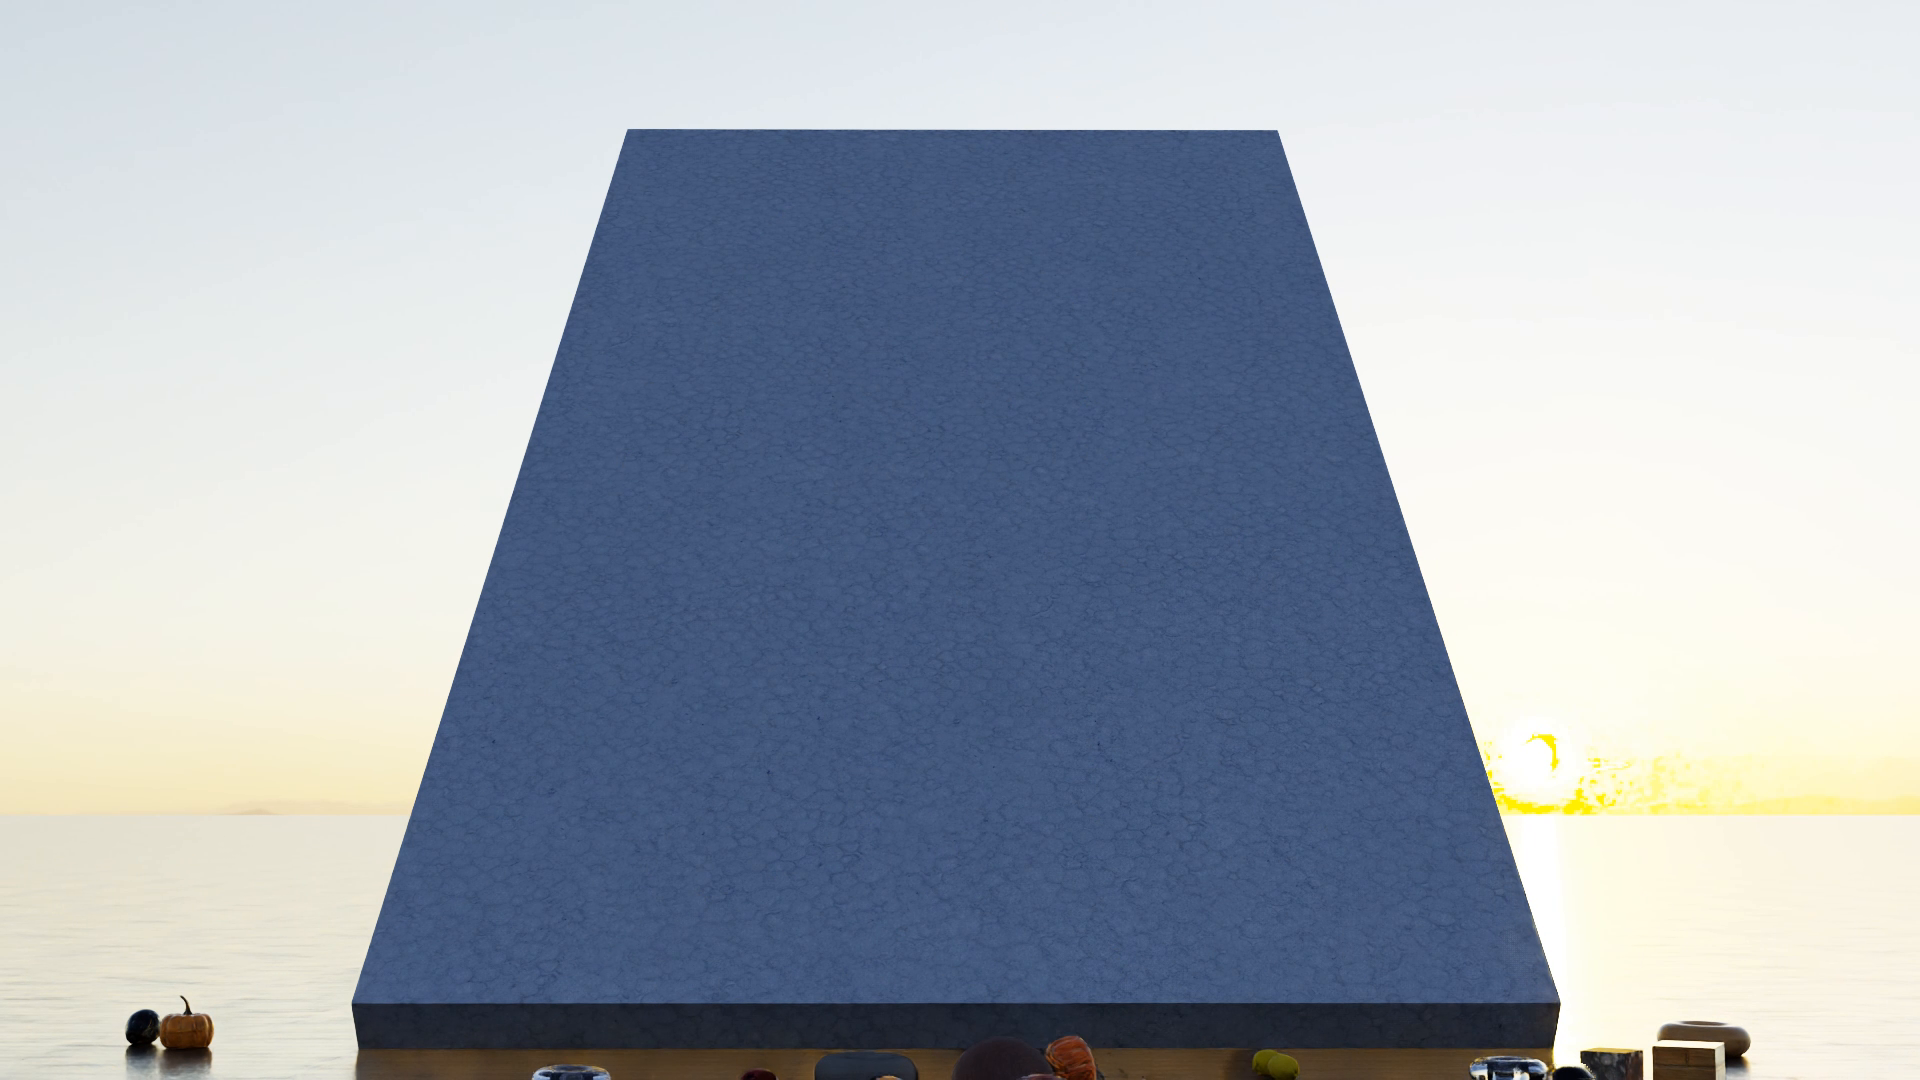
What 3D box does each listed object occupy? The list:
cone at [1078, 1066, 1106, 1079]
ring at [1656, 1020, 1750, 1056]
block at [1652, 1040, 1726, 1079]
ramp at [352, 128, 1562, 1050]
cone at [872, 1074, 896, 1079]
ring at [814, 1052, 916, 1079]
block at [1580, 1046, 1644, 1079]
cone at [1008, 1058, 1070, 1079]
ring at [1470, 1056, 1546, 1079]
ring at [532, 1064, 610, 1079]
[{"bbox_3d":[0.168,0.757,3.317,0.055,0.055,0.055,6,-35,-42],"label":"cone"},{"bbox_3d":[1.220,0.818,3.974,0.150,0.050,0.150,1,-6,0],"label":"ring"},{"bbox_3d":[0.986,0.724,3.276,0.082,0.082,0.082,-3,-7,25],"label":"block"},{"bbox_3d":[-0.014,-0.206,5.750,2.000,0.100,4.000,0,30,0],"label":"ramp"},{"bbox_3d":[-0.093,0.741,3.174,0.058,0.058,0.058,4,19,-34],"label":"cone"},{"bbox_3d":[-0.135,0.762,3.463,0.146,0.049,0.146,1,-6,0],"label":"ring"},{"bbox_3d":[0.906,0.742,3.365,0.066,0.066,0.066,-5,-8,37],"label":"block"},{"bbox_3d":[0.113,0.728,3.122,0.090,0.090,0.090,-2,-33,19],"label":"cone"},{"bbox_3d":[0.801,0.776,3.539,0.111,0.037,0.111,0,-8,0],"label":"ring"},{"bbox_3d":[-0.546,0.761,3.404,0.112,0.037,0.112,1,-6,0],"label":"ring"}]
